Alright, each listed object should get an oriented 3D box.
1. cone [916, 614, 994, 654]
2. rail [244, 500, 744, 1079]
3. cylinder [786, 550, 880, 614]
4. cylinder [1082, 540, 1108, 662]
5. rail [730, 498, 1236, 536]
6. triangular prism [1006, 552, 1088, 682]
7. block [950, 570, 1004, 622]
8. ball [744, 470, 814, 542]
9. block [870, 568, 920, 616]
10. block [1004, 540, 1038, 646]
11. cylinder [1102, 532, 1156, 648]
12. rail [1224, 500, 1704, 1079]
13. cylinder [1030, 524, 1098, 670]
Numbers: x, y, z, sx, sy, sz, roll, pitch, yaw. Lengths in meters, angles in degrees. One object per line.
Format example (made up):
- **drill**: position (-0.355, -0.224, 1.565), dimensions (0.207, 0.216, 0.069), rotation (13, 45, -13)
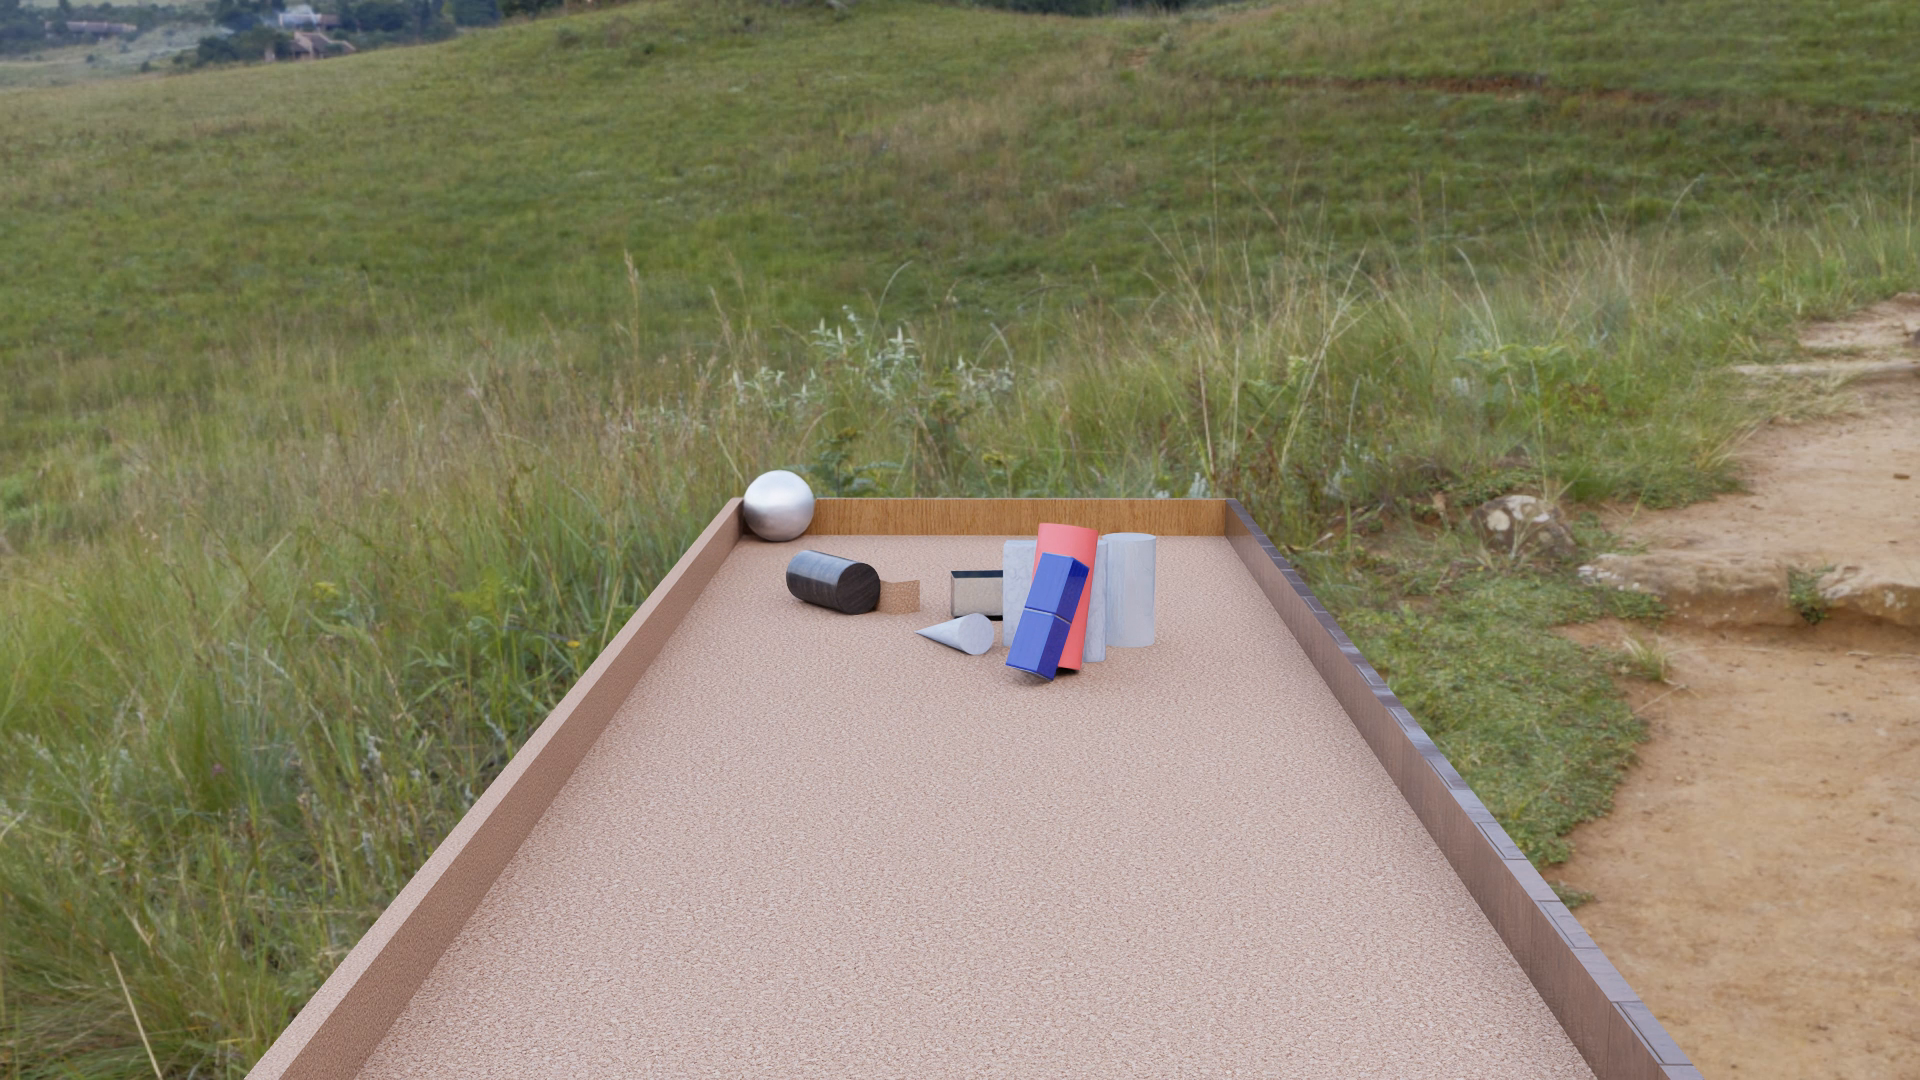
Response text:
- **cone**: position (-0.051, 0.294, 6.950), dimensions (0.129, 0.129, 0.410), rotation (-5, 1, -29)
- **rail**: position (-1.004, 0.839, 3.234), dimensions (0.050, 0.150, 12.000), rotation (0, 9, 1)
- **cylinder**: position (-0.436, 0.143, 7.538), dimensions (0.178, 0.178, 0.328), rotation (-6, 11, -35)
- **cylinder**: position (0.386, 0.184, 6.694), dimensions (0.122, 0.359, 0.122), rotation (1, 8, 0)
- **rail**: position (0.099, -0.098, 9.147), dimensions (2.100, 0.150, 0.050), rotation (0, 9, 1)
- **triangular prism**: position (0.242, 0.215, 6.389), dimensions (0.125, 0.351, 0.144), rotation (16, -6, 26)
- **block**: position (0.170, 0.185, 7.376), dimensions (0.392, 0.146, 0.146), rotation (-1, 9, -5)
- **ball**: position (-0.737, -0.139, 8.962), dimensions (0.290, 0.290, 0.290), rotation (0, 9, 0)
- **block**: position (-0.299, 0.168, 7.600), dimensions (0.110, 0.110, 0.412), rotation (-6, 11, -34)
- **block**: position (0.203, 0.168, 6.932), dimensions (0.123, 0.319, 0.123), rotation (1, 9, 6)
- **cylinder**: position (0.532, 0.157, 6.944), dimensions (0.169, 0.337, 0.169), rotation (0, 9, 0)
- **rail**: position (1.046, 0.843, 3.208), dimensions (0.050, 0.150, 12.000), rotation (0, 9, 1)
- **cylinder**: position (0.296, 0.168, 6.525), dimensions (0.179, 0.414, 0.179), rotation (8, -4, 0)
